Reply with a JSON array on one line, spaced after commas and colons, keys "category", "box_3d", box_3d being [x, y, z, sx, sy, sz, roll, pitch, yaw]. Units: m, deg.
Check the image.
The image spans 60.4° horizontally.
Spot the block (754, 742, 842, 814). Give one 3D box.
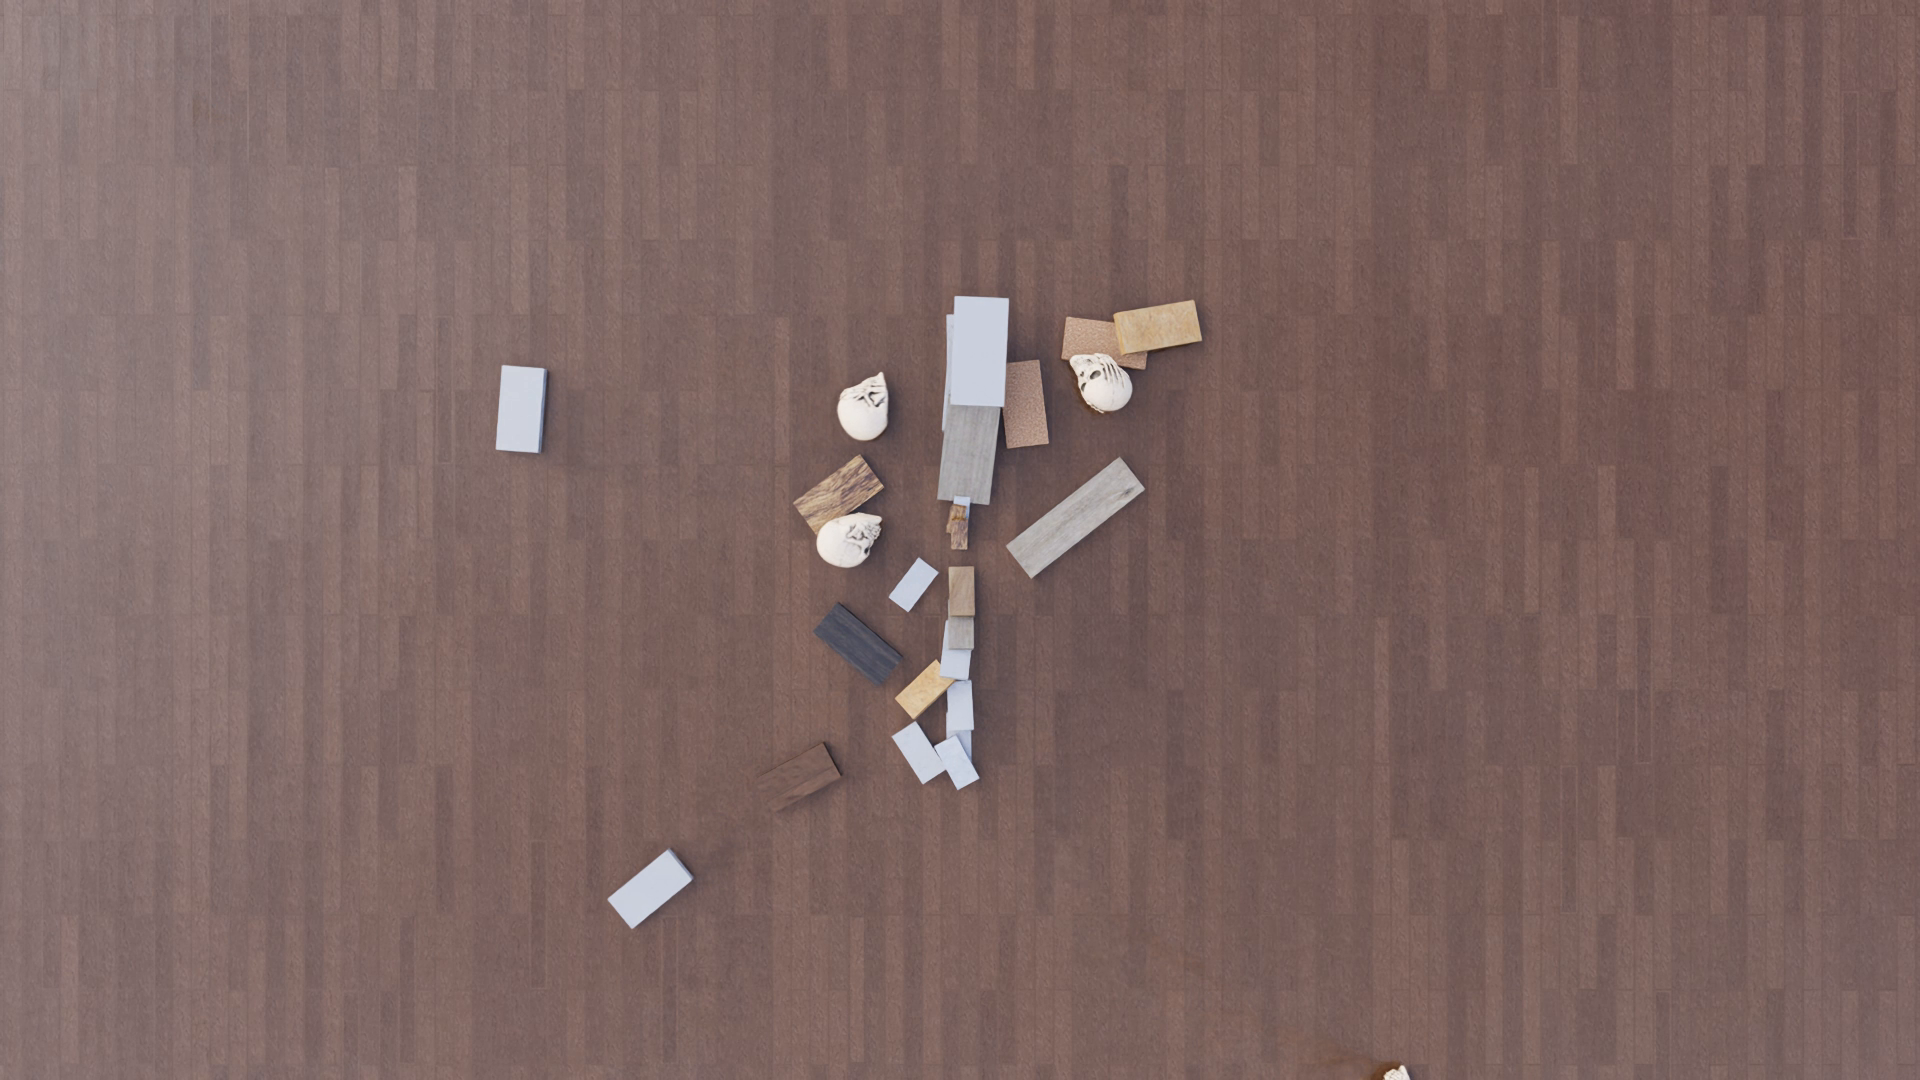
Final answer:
[{"category": "block", "box_3d": [-0.538, 0.789, 5.482, 0.257, 0.036, 0.129, -28, 90, 0]}]

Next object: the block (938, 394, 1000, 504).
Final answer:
[{"category": "block", "box_3d": [0.029, -0.298, 5.432, 0.173, 0.049, 0.346, 6, 105, -1]}]

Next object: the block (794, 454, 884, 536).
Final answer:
[{"category": "block", "box_3d": [-0.402, -0.149, 5.481, 0.274, 0.039, 0.137, -36, 90, 0]}]

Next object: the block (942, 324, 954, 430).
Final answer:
[{"category": "block", "box_3d": [0.041, -0.526, 5.419, 0.173, 0.049, 0.346, 5, 109, 0]}]

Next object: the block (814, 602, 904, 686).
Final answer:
[{"category": "block", "box_3d": [-0.339, 0.347, 5.482, 0.283, 0.036, 0.129, 40, 90, 0]}]

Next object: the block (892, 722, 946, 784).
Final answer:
[{"category": "block", "box_3d": [-0.135, 0.706, 5.487, 0.094, 0.027, 0.188, -33, 90, 0]}]

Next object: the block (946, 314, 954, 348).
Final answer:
[{"category": "block", "box_3d": [0.001, -0.660, 5.487, 0.089, 0.025, 0.178, 0, 90, 0]}]

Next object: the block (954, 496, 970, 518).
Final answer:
[{"category": "block", "box_3d": [0.004, -0.096, 5.464, 0.053, 0.015, 0.106, 5, 125, 0]}]

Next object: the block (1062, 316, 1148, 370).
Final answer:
[{"category": "block", "box_3d": [0.484, -0.653, 5.480, 0.279, 0.040, 0.140, 7, 90, 0]}]

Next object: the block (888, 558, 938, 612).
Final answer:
[{"category": "block", "box_3d": [-0.155, 0.149, 5.488, 0.083, 0.023, 0.166, 37, 90, 0]}]

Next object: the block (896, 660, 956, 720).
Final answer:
[{"category": "block", "box_3d": [-0.115, 0.496, 5.473, 0.188, 0.027, 0.094, -43, 73, 0]}]

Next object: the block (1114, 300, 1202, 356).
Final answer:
[{"category": "block", "box_3d": [0.653, -0.701, 5.446, 0.275, 0.039, 0.137, -11, 90, -15]}]

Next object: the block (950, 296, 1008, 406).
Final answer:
[{"category": "block", "box_3d": [0.063, -0.608, 5.322, 0.173, 0.049, 0.346, 2, 97, 0]}]

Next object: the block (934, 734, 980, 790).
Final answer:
[{"category": "block", "box_3d": [-0.011, 0.736, 5.465, 0.081, 0.023, 0.163, -29, 90, 0]}]

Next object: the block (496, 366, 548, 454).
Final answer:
[{"category": "block", "box_3d": [-1.457, -0.434, 5.480, 0.139, 0.040, 0.279, 4, 90, 0]}]

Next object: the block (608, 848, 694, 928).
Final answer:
[{"category": "block", "box_3d": [-1.028, 1.158, 5.482, 0.257, 0.036, 0.129, -39, 90, 0]}]

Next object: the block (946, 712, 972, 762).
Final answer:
[{"category": "block", "box_3d": [-0.004, 0.655, 5.488, 0.081, 0.023, 0.163, -1, 90, 0]}]

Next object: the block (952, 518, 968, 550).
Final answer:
[{"category": "block", "box_3d": [-0.002, -0.020, 5.469, 0.053, 0.015, 0.106, 1, 117, 0]}]

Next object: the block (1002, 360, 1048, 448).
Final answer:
[{"category": "block", "box_3d": [0.209, -0.451, 5.480, 0.140, 0.040, 0.279, -7, 90, 0]}]

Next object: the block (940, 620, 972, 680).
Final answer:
[{"category": "block", "box_3d": [-0.011, 0.366, 5.461, 0.094, 0.027, 0.188, 7, 74, 0]}]

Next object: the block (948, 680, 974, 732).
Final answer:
[{"category": "block", "box_3d": [0.001, 0.550, 5.470, 0.081, 0.023, 0.163, -3, 77, 0]}]

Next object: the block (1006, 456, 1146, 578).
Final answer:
[{"category": "block", "box_3d": [0.382, -0.074, 5.481, 0.480, 0.039, 0.137, -38, 90, 0]}]

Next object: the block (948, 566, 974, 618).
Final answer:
[{"category": "block", "box_3d": [0.006, 0.171, 5.466, 0.083, 0.023, 0.166, -1, 74, 0]}]

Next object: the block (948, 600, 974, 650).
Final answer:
[{"category": "block", "box_3d": [0.003, 0.280, 5.460, 0.083, 0.023, 0.166, 0, 73, -2]}]

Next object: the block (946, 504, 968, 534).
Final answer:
[{"category": "block", "box_3d": [-0.012, -0.069, 5.463, 0.053, 0.015, 0.106, 10, 123, -3]}]
